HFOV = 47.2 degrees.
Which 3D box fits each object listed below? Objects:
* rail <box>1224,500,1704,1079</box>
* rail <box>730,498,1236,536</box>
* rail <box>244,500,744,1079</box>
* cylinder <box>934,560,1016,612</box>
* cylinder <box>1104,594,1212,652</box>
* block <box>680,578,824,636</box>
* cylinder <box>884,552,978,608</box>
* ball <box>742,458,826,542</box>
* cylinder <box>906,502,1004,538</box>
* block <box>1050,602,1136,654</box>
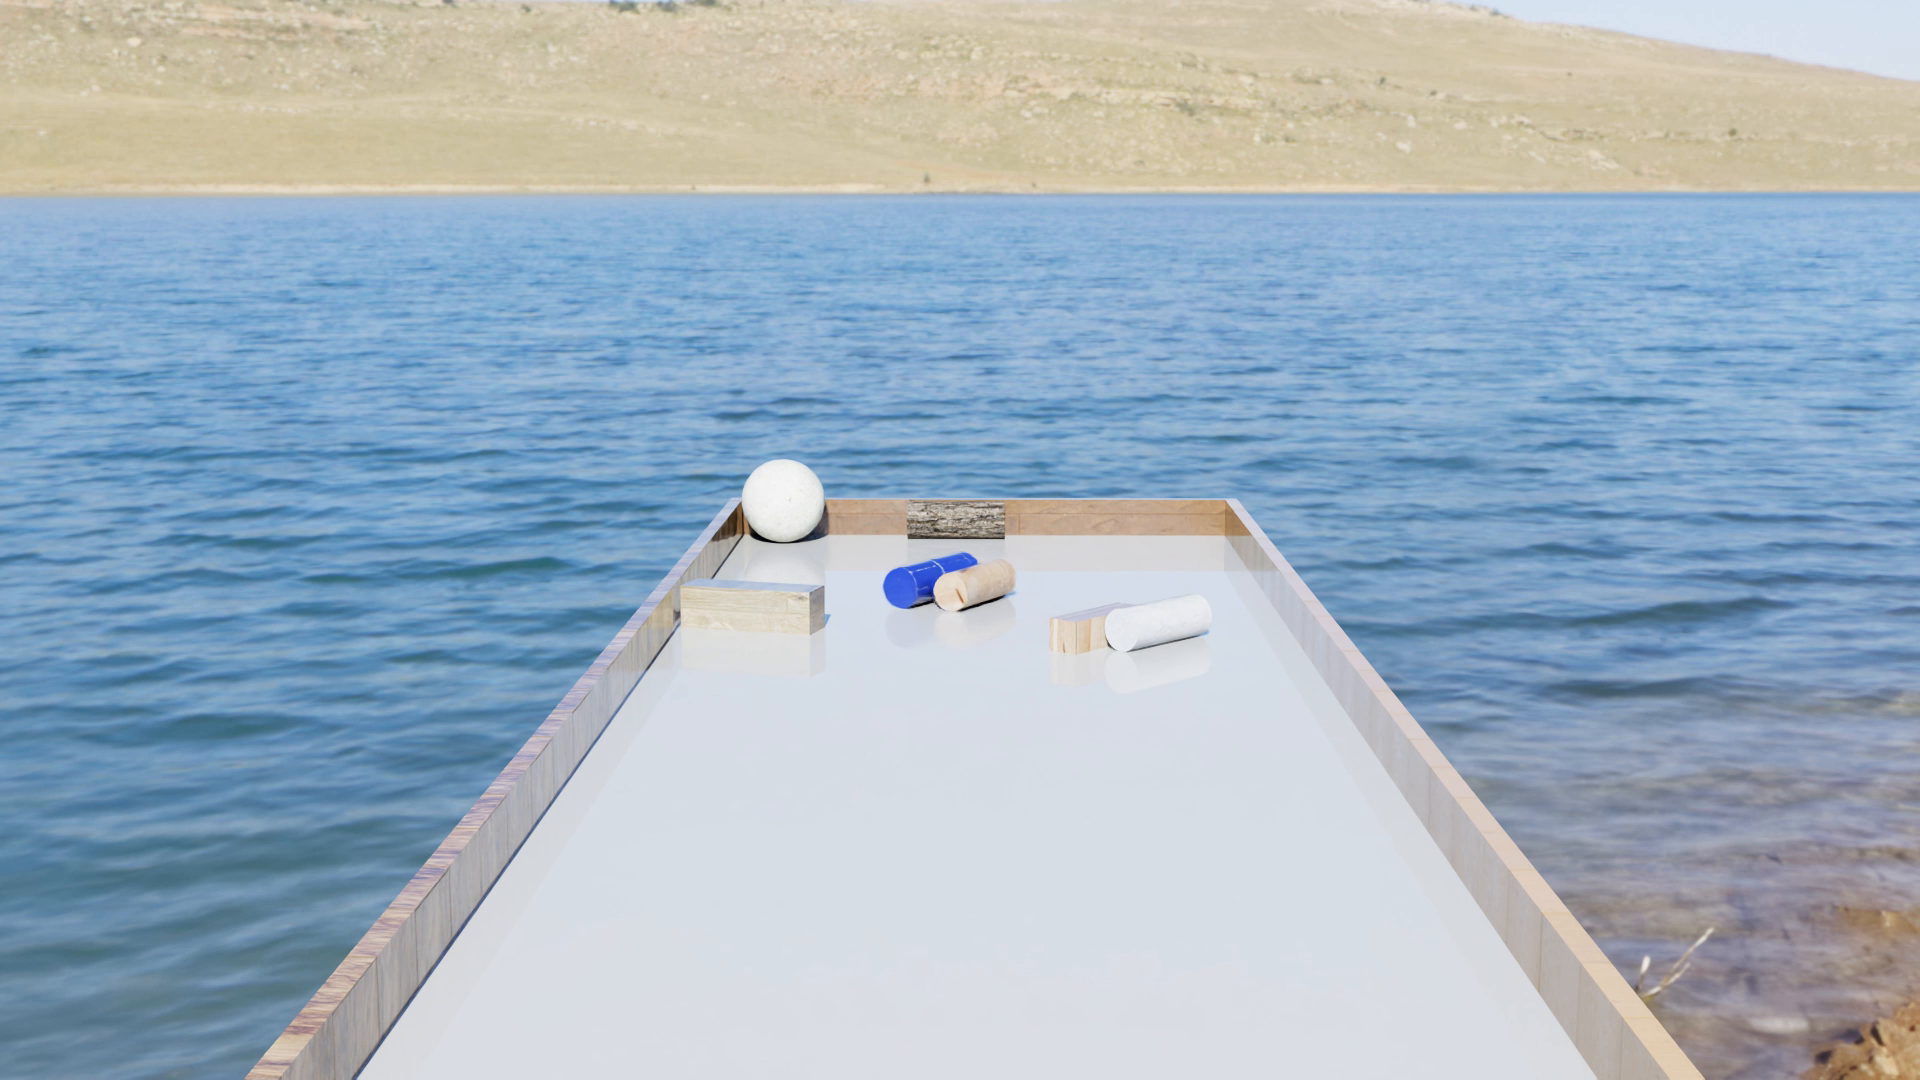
[{"bbox_3d":[1.046,0.843,3.208,0.050,0.150,12.000,0,9,1],"label":"rail"},{"bbox_3d":[0.099,-0.098,9.147,2.100,0.150,0.050,0,9,1],"label":"rail"},{"bbox_3d":[-1.004,0.839,3.234,0.050,0.150,12.000,0,9,1],"label":"rail"},{"bbox_3d":[0.055,0.156,7.608,0.132,0.132,0.342,5,10,30],"label":"cylinder"},{"bbox_3d":[0.628,0.259,6.943,0.135,0.135,0.366,9,13,44],"label":"cylinder"},{"bbox_3d":[-0.678,0.217,7.193,0.450,0.139,0.139,3,9,17],"label":"block"},{"bbox_3d":[-0.094,0.139,7.689,0.139,0.139,0.407,6,11,32],"label":"cylinder"},{"bbox_3d":[-0.718,-0.160,8.936,0.339,0.339,0.339,0,9,0],"label":"ball"},{"bbox_3d":[-0.016,-0.083,9.043,0.399,0.154,0.154,0,9,1],"label":"cylinder"},{"bbox_3d":[0.434,0.277,6.931,0.103,0.103,0.353,8,12,41],"label":"block"}]
